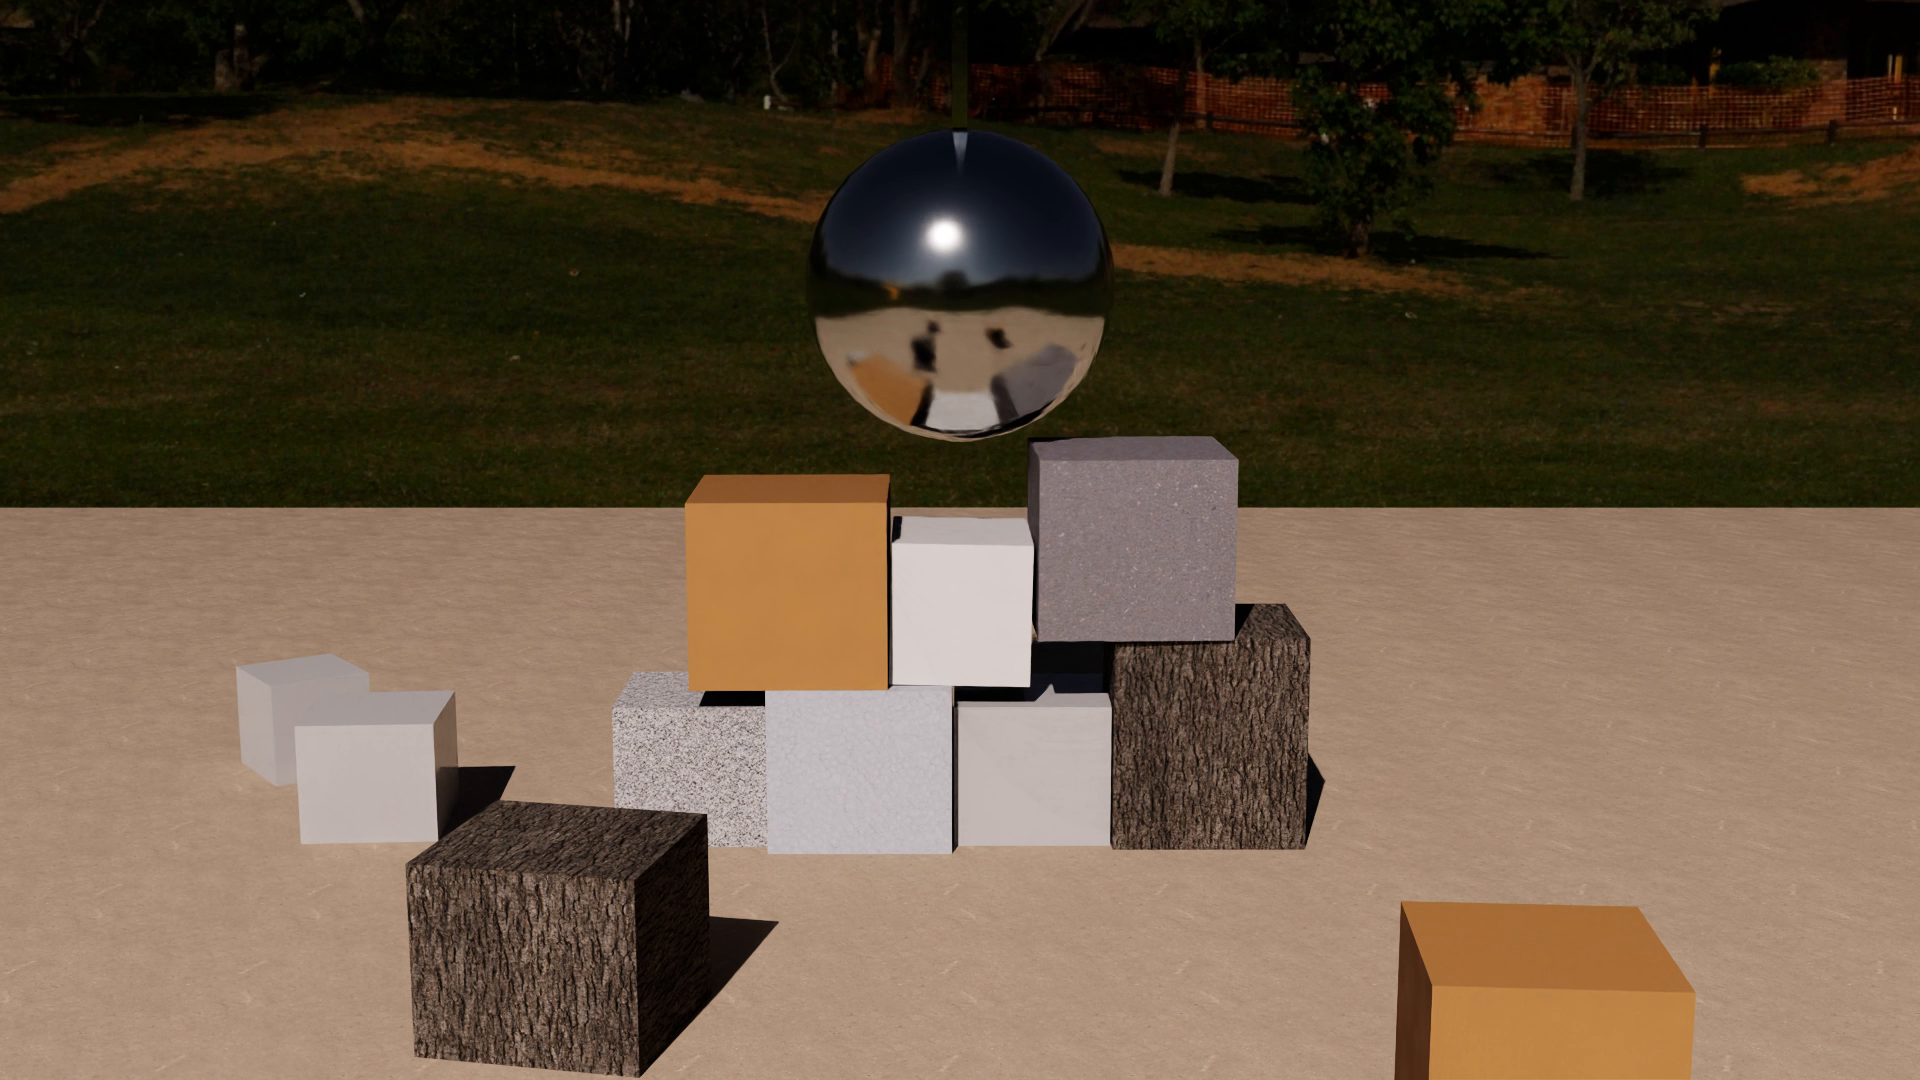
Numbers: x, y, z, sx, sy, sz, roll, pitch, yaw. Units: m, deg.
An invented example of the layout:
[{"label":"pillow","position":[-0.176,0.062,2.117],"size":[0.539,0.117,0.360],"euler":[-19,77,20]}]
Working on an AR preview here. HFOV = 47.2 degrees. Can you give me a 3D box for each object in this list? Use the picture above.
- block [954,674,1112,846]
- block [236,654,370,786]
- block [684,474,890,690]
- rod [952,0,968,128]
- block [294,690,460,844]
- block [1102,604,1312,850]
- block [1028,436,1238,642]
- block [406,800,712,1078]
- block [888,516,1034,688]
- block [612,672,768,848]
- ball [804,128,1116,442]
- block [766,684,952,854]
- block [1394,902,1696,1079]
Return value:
[{"label":"block","position":[0.364,1.125,11.371],"size":[0.786,0.718,0.709],"euler":[0,10,0]},{"label":"block","position":[-3.710,1.007,12.451],"size":[0.556,0.563,0.588],"euler":[-7,13,-35]},{"label":"block","position":[-0.850,0.199,11.200],"size":[0.978,0.935,0.924],"euler":[0,10,-1]},{"label":"rod","position":[0.000,-4.609,10.511],"size":[0.080,5.200,0.080],"euler":[0,14,0]},{"label":"block","position":[-3.012,1.170,11.421],"size":[0.685,0.613,0.691],"euler":[-1,10,-4]},{"label":"block","position":[1.246,0.945,11.347],"size":[0.965,1.081,0.851],"euler":[0,10,0]},{"label":"block","position":[0.851,-0.021,11.131],"size":[0.964,0.897,0.857],"euler":[0,10,-2]},{"label":"block","position":[-1.577,1.564,8.776],"size":[0.922,0.782,0.850],"euler":[2,11,12]},{"label":"block","position":[-0.001,0.303,11.258],"size":[0.702,0.713,0.793],"euler":[1,10,-1]},{"label":"block","position":[-1.350,1.122,11.378],"size":[0.764,0.721,0.762],"euler":[0,10,0]},{"label":"ball","position":[0.000,-1.309,11.330],"size":[1.600,1.600,1.600],"euler":[0,10,0]},{"label":"block","position":[-0.499,1.067,11.371],"size":[0.918,0.833,0.988],"euler":[0,10,0]},{"label":"block","position":[1.993,1.774,7.627],"size":[0.844,0.781,0.816],"euler":[1,10,4]}]
